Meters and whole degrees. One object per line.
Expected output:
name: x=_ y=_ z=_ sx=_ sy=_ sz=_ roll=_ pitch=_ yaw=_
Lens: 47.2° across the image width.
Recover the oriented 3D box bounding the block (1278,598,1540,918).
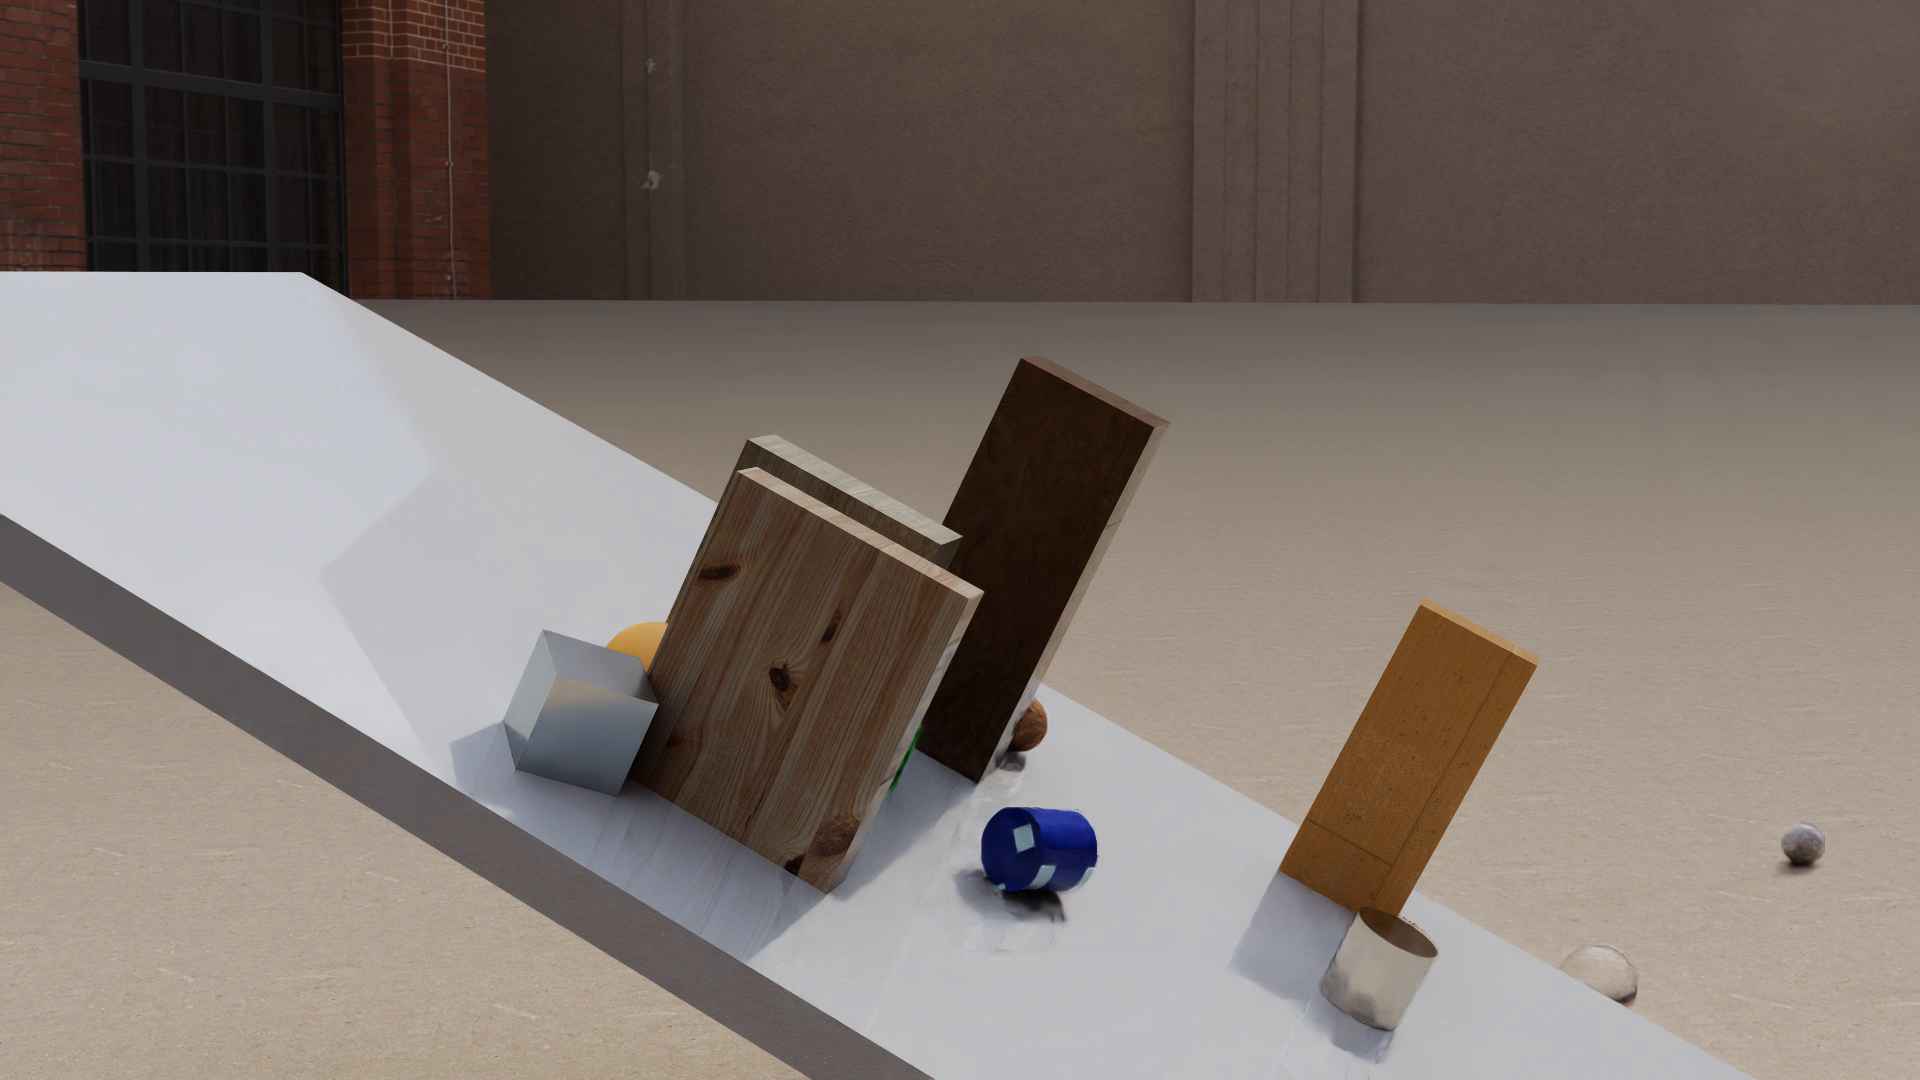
block: x=0.921 y=0.463 z=4.530 sx=0.259 sy=0.635 sz=0.104 roll=29 pitch=14 yaw=12

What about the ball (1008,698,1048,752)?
ball: x=0.121 y=0.376 z=4.523 sx=0.120 sy=0.120 sz=0.120 roll=0 pitch=7 yaw=0

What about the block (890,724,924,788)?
block: x=-0.176 y=0.359 z=4.032 sx=0.131 sy=0.131 sz=0.131 roll=12 pitch=19 yaw=-44

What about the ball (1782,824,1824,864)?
ball: x=2.651 y=0.956 z=6.919 sx=0.125 sy=0.125 sz=0.125 roll=0 pitch=7 yaw=0

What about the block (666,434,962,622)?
block: x=-0.288 y=0.140 z=3.814 sx=0.384 sy=0.523 sz=0.123 roll=29 pitch=14 yaw=12

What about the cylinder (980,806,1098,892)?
cylinder: x=0.139 y=0.545 z=3.868 sx=0.146 sy=0.146 sz=0.146 roll=7 pitch=-3 yaw=43

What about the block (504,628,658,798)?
block: x=-0.605 y=0.274 z=3.497 sx=0.171 sy=0.171 sz=0.171 roll=19 pitch=15 yaw=-25

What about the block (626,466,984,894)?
block: x=-0.269 y=0.222 z=3.510 sx=0.424 sy=0.538 sz=0.082 roll=29 pitch=14 yaw=12

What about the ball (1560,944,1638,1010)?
ball: x=1.582 y=1.100 z=5.453 sx=0.190 sy=0.190 sz=0.190 roll=0 pitch=7 yaw=0

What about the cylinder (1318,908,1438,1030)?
cylinder: x=0.770 y=0.790 z=4.051 sx=0.160 sy=0.160 sz=0.160 roll=24 pitch=14 yaw=-6

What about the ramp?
ramp: x=-0.249 y=0.421 z=4.162 sx=4.000 sy=0.100 sz=2.000 roll=29 pitch=14 yaw=12

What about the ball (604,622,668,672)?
ball: x=-0.519 y=0.238 z=3.728 sx=0.199 sy=0.199 sz=0.199 roll=0 pitch=7 yaw=0

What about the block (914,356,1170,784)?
block: x=0.096 y=0.057 z=4.268 sx=0.286 sy=0.778 sz=0.144 roll=29 pitch=14 yaw=12
